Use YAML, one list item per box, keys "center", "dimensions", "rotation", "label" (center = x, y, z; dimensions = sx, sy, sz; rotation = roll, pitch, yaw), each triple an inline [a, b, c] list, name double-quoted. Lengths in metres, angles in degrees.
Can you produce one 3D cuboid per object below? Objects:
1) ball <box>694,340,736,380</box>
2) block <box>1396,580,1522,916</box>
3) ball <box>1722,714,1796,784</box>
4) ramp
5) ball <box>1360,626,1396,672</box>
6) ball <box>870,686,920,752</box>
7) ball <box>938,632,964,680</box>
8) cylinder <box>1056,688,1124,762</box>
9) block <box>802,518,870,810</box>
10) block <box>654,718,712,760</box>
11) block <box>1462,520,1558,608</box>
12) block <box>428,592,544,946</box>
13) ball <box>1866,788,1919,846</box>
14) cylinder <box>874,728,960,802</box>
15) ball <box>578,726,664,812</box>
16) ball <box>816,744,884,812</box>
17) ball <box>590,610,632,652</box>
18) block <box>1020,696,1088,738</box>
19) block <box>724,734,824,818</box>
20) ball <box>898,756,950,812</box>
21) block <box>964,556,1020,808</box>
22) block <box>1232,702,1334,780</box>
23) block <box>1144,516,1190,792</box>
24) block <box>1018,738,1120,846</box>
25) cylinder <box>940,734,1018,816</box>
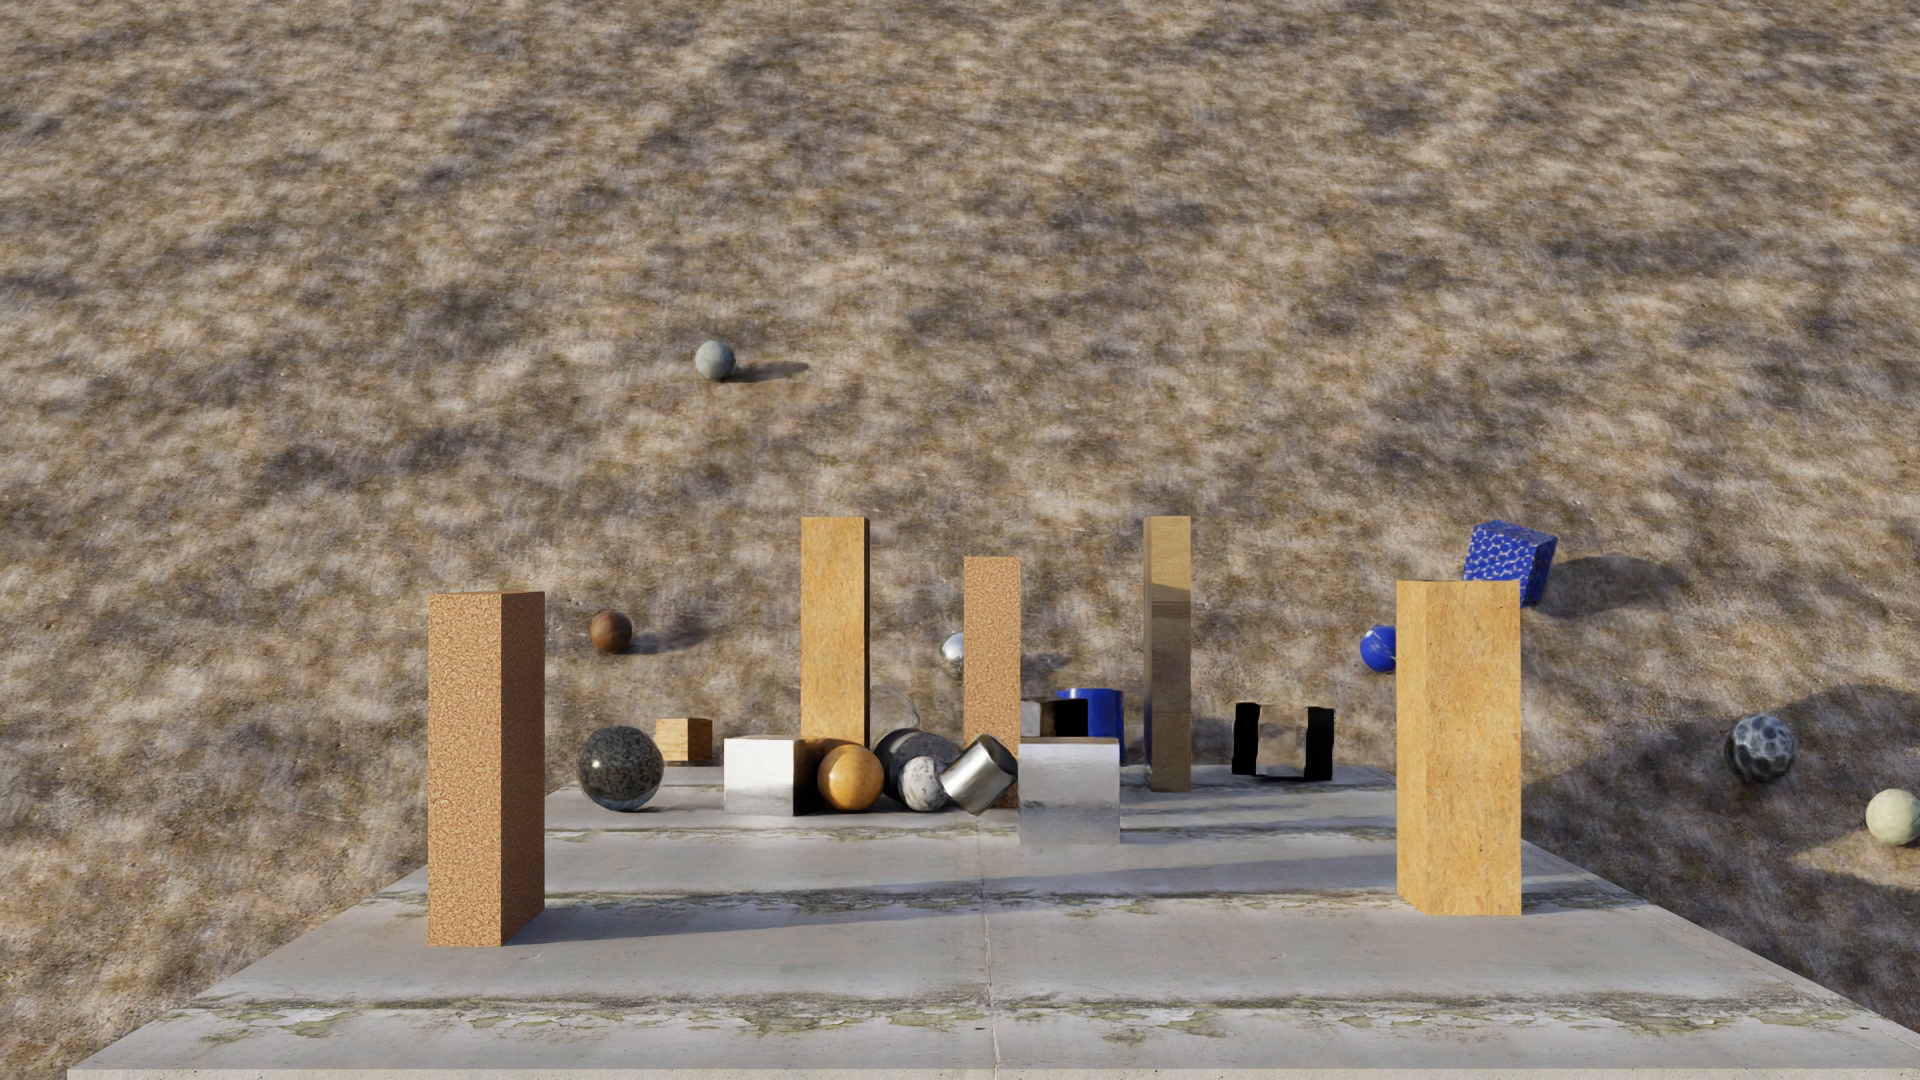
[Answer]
- center: [-0.822, -0.602, 8.680]
  dimensions: [0.135, 0.135, 0.135]
  rotation: [0, 31, 0]
  label: "ball"
- center: [0.767, 0.312, 3.998]
  dimensions: [0.141, 0.498, 0.261]
  rotation: [0, 0, 0]
  label: "block"
- center: [2.083, 0.543, 6.750]
  dimensions: [0.183, 0.183, 0.183]
  rotation: [0, 31, 0]
  label: "ball"
- center: [0.070, 0.617, 4.695]
  dimensions: [2.000, 0.100, 4.000]
  rotation: [0, 0, 0]
  label: "ramp"
- center: [1.177, 0.303, 7.196]
  dimensions: [0.130, 0.130, 0.130]
  rotation: [0, 31, 0]
  label: "ball"
- center: [-0.205, 0.482, 6.728]
  dimensions: [0.205, 0.205, 0.205]
  rotation: [0, 31, 0]
  label: "ball"
- center: [0.006, 0.322, 7.160]
  dimensions: [0.135, 0.135, 0.135]
  rotation: [0, 31, 0]
  label: "ball"
- center: [0.340, 0.488, 6.771]
  dimensions: [0.180, 0.180, 0.180]
  rotation: [0, -9, 0]
  label: "cylinder"
- center: [-0.272, 0.264, 5.699]
  dimensions: [0.134, 0.623, 0.353]
  rotation: [0, 0, 0]
  label: "block"
- center: [-0.724, 0.524, 6.790]
  dimensions: [0.107, 0.107, 0.107]
  rotation: [-3, -7, 31]
  label: "block"
- center: [1.581, 0.069, 7.470]
  dimensions: [0.190, 0.190, 0.190]
  rotation: [18, 15, 27]
  label: "block"
- center: [-0.681, 0.318, 3.748]
  dimensions: [0.100, 0.483, 0.377]
  rotation: [0, 0, 0]
  label: "block"
- center: [2.359, 0.698, 6.534]
  dimensions: [0.142, 0.142, 0.142]
  rotation: [0, 31, 0]
  label: "ball"
- center: [-0.093, 0.493, 5.604]
  dimensions: [0.163, 0.163, 0.163]
  rotation: [-10, 2, -15]
  label: "cylinder"
- center: [-0.718, 0.483, 5.483]
  dimensions: [0.181, 0.181, 0.181]
  rotation: [0, 31, 0]
  label: "ball"
- center: [-0.230, 0.502, 5.449]
  dimensions: [0.143, 0.143, 0.143]
  rotation: [0, 31, 0]
  label: "ball"
- center: [-0.981, 0.257, 7.281]
  dimensions: [0.120, 0.120, 0.120]
  rotation: [0, 31, 0]
  label: "ball"
- center: [0.167, 0.480, 6.200]
  dimensions: [0.199, 0.199, 0.199]
  rotation: [0, -1, 37]
  label: "block"
- center: [-0.389, 0.495, 5.455]
  dimensions: [0.158, 0.158, 0.158]
  rotation: [0, -1, 21]
  label: "block"
- center: [-0.073, 0.515, 5.463]
  dimensions: [0.118, 0.118, 0.118]
  rotation: [0, 31, 0]
  label: "ball"
- center: [0.069, 0.306, 5.697]
  dimensions: [0.121, 0.538, 0.304]
  rotation: [0, 0, 0]
  label: "block"
- center: [0.781, 0.486, 6.251]
  dimensions: [0.172, 0.172, 0.172]
  rotation: [1, -4, 39]
  label: "block"
- center: [0.482, 0.262, 6.049]
  dimensions: [0.089, 0.631, 0.266]
  rotation: [0, 0, 0]
  label: "block"
- center: [0.207, 0.475, 4.916]
  dimensions: [0.187, 0.187, 0.187]
  rotation: [0, 0, 2]
  label: "block"
- center: [0.043, 0.479, 5.284]
  dimensions: [0.118, 0.118, 0.118]
  rotation: [41, 16, -15]
  label: "cylinder"
